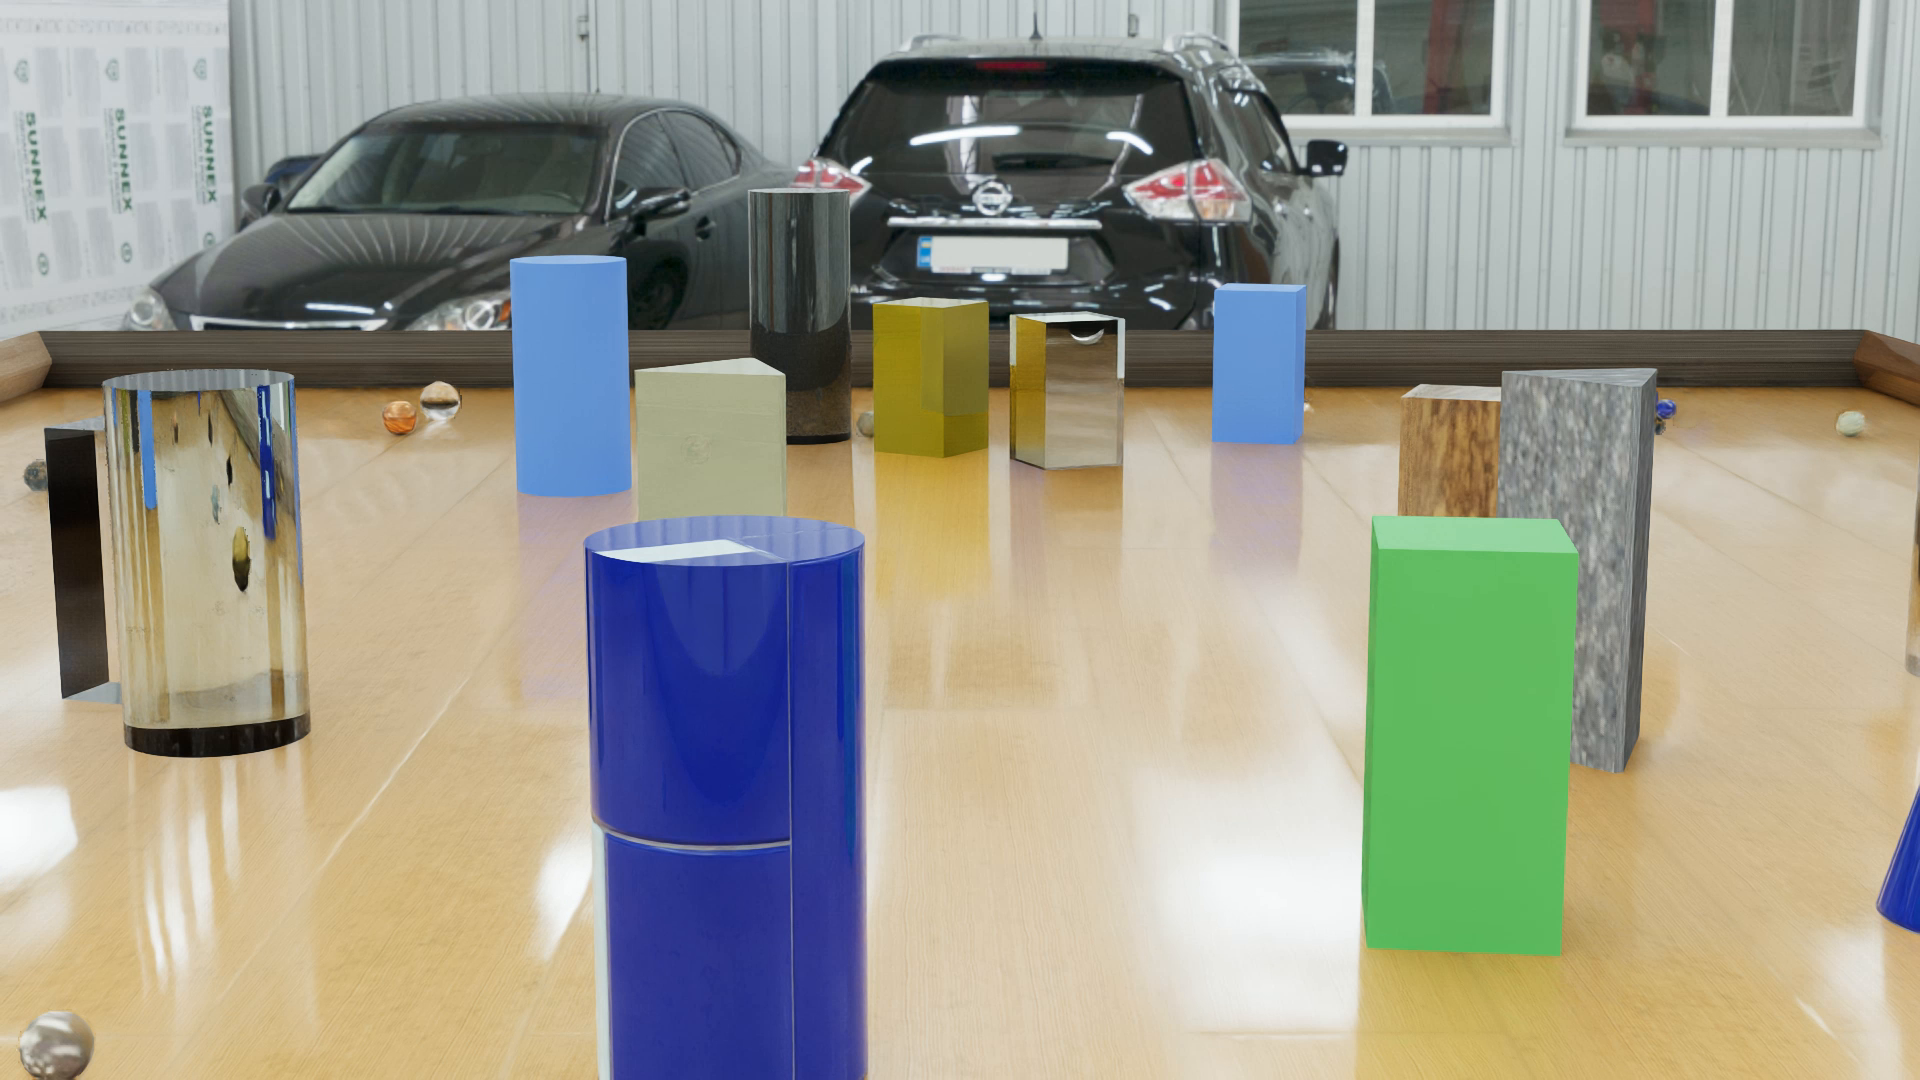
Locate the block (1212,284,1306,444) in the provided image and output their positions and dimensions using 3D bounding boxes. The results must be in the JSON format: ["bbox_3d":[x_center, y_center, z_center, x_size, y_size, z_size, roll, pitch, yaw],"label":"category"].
[{"bbox_3d":[0.591,-0.349,5.059,0.159,0.297,0.159,3,11,14],"label":"block"}]

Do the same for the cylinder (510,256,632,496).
[{"bbox_3d":[-0.674,-0.287,4.448,0.199,0.397,0.199,0,10,0],"label":"cylinder"}]

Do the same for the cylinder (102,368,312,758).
[{"bbox_3d":[-0.818,0.021,2.796,0.199,0.393,0.199,0,10,0],"label":"cylinder"}]

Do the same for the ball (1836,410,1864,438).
[{"bbox_3d":[1.766,-0.230,5.089,0.053,0.053,0.053,0,10,0],"label":"ball"}]

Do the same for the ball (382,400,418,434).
[{"bbox_3d":[-1.118,-0.244,5.122,0.068,0.068,0.068,0,10,0],"label":"ball"}]

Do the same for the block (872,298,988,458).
[{"bbox_3d":[-0.055,-0.312,4.901,0.159,0.283,0.159,7,12,32],"label":"block"}]

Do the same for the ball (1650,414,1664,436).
[{"bbox_3d":[1.379,-0.228,5.104,0.043,0.043,0.043,0,10,0],"label":"ball"}]

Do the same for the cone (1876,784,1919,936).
[{"bbox_3d":[0.899,0.141,2.191,0.199,0.377,0.199,0,10,0],"label":"cone"}]

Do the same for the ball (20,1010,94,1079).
[{"bbox_3d":[-0.655,0.367,1.860,0.052,0.052,0.052,0,10,0],"label":"ball"}]

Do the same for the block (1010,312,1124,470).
[{"bbox_3d":[0.197,-0.278,4.749,0.159,0.270,0.159,-4,11,-23],"label":"block"}]

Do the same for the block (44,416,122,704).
[{"bbox_3d":[-0.946,0.019,3.008,0.159,0.319,0.159,3,11,17],"label":"block"}]

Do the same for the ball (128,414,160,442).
[{"bbox_3d":[-1.594,-0.219,5.014,0.057,0.057,0.057,0,10,0],"label":"ball"}]

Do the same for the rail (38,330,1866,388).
[{"bbox_3d":[-0.014,-0.412,5.853,4.183,0.129,0.045,0,10,0],"label":"rail"}]

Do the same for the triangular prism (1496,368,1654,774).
[{"bbox_3d":[0.689,0.023,2.750,0.149,0.405,0.172,-9,14,-39],"label":"triangular prism"}]

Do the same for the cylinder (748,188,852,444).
[{"bbox_3d":[-0.314,-0.442,5.043,0.199,0.486,0.199,0,10,0],"label":"cylinder"}]

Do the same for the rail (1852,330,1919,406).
[{"bbox_3d":[2.068,0.031,3.460,0.045,0.129,4.937,0,10,0],"label":"rail"}]

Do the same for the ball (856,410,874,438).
[{"bbox_3d":[-0.177,-0.229,5.075,0.054,0.054,0.054,0,10,0],"label":"ball"}]

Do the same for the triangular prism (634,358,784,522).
[{"bbox_3d":[-0.260,-0.003,2.925,0.172,0.394,0.149,2,11,13],"label":"triangular prism"}]

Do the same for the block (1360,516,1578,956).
[{"bbox_3d":[0.429,0.162,2.182,0.159,0.340,0.159,1,11,7],"label":"block"}]

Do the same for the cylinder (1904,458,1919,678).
[{"bbox_3d":[1.252,-0.042,3.078,0.199,0.414,0.199,0,10,0],"label":"cylinder"}]

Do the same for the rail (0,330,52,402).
[{"bbox_3d":[-2.068,0.035,3.437,0.045,0.129,4.937,0,10,0],"label":"rail"}]

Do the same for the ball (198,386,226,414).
[{"bbox_3d":[-1.585,-0.296,5.432,0.057,0.057,0.057,0,10,0],"label":"ball"}]

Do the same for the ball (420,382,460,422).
[{"bbox_3d":[-1.077,-0.287,5.314,0.082,0.082,0.082,0,10,0],"label":"ball"}]

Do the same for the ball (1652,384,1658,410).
[{"bbox_3d":[1.425,-0.301,5.389,0.082,0.082,0.082,0,10,0],"label":"ball"}]

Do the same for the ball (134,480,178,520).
[{"bbox_3d":[-1.305,-0.066,4.164,0.066,0.066,0.066,0,10,0],"label":"ball"}]

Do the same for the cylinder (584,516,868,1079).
[{"bbox_3d":[-0.166,0.194,1.852,0.199,0.396,0.199,0,10,0],"label":"cylinder"}]

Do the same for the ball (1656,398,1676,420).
[{"bbox_3d":[1.472,-0.273,5.348,0.043,0.043,0.043,0,10,0],"label":"ball"}]

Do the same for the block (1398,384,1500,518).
[{"bbox_3d":[0.727,-0.082,3.706,0.159,0.264,0.159,4,11,19],"label":"block"}]

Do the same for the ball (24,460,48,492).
[{"bbox_3d":[-1.592,-0.110,4.438,0.054,0.054,0.054,0,10,0],"label":"ball"}]

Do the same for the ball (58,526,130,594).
[{"bbox_3d":[-1.206,0.028,3.576,0.095,0.095,0.095,0,10,0],"label":"ball"}]

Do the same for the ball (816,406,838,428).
[{"bbox_3d":[-0.269,-0.250,5.199,0.043,0.043,0.043,0,10,0],"label":"ball"}]
